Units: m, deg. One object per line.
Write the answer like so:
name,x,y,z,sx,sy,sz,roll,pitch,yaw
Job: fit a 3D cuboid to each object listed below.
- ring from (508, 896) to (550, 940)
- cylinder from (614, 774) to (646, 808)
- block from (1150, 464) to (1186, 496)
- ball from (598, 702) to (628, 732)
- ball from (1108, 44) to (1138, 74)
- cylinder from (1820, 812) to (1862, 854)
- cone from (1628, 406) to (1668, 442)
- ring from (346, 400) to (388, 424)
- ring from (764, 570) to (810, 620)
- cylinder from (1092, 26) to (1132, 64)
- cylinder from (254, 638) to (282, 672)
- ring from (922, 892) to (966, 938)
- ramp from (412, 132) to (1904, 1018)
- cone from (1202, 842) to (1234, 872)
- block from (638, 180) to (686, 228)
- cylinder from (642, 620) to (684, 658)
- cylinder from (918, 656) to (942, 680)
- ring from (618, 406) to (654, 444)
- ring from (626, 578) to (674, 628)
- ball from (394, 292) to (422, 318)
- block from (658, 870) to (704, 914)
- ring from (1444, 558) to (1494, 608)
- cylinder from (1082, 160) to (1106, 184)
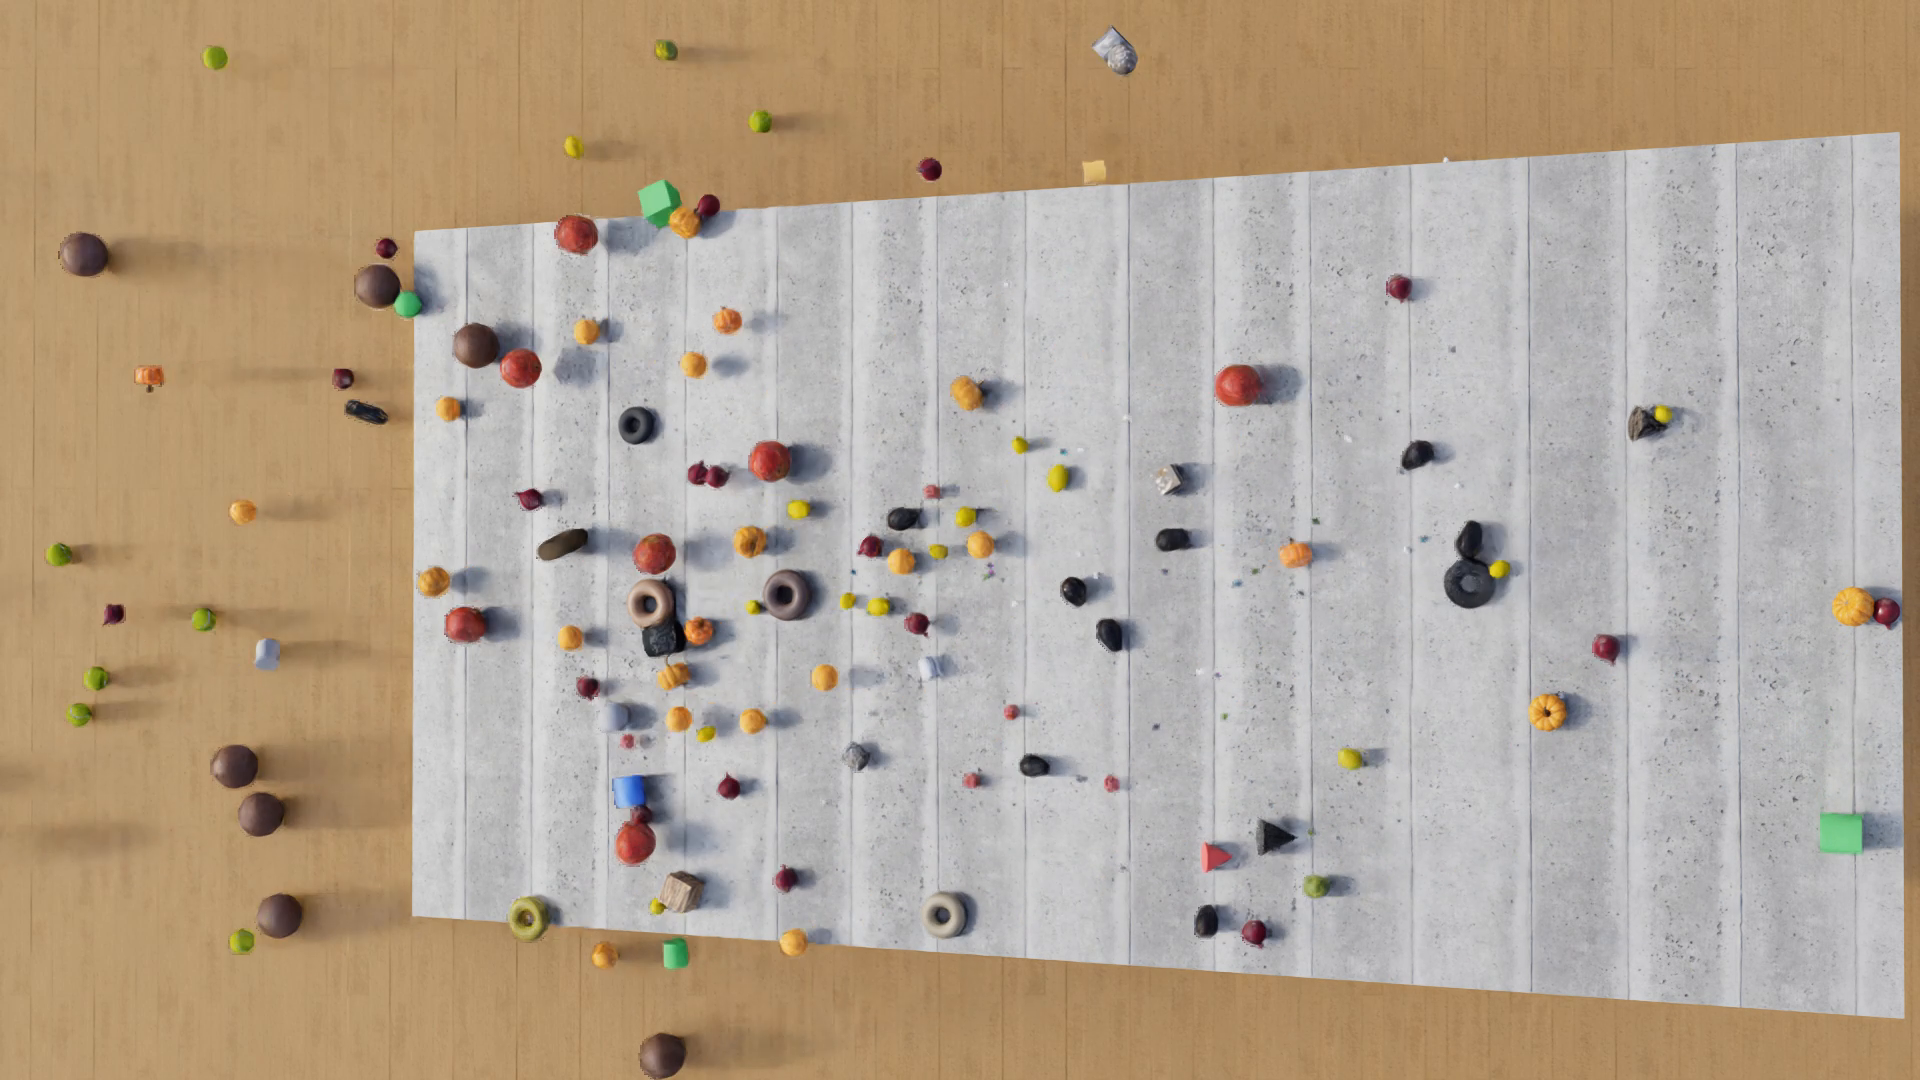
ring,-1.223,1.074,6.244,0.128,0.043,0.128,0,90,22
cylinder,-0.916,0.696,6.105,0.080,0.080,0.080,-9,86,0
block,0.528,-0.153,5.561,0.058,0.058,0.058,-32,78,18
ball,-0.967,0.494,6.127,0.085,0.085,0.085,0,89,0
ball,0.442,-1.310,5.987,0.083,0.083,0.083,0,89,0
cylinder,1.987,0.661,4.962,0.086,0.086,0.086,0,89,21
cone,1.619,-0.266,5.145,0.083,0.083,0.083,7,89,-5
ring,-1.741,-0.373,6.450,0.127,0.127,0.042,18,83,0
ring,-0.469,0.149,5.957,0.141,0.047,0.141,0,91,22
cylinder,0.423,-1.373,6.119,0.077,0.077,0.077,-45,89,-1
cylinder,-2.035,0.339,6.465,0.069,0.069,0.069,-7,53,0
ring,-0.043,0.985,5.781,0.123,0.041,0.123,0,90,21
ramp,0.282,0.087,5.740,4.000,0.100,2.000,0,89,21
cone,0.650,0.795,5.514,0.077,0.077,0.077,-1,89,-5
block,-0.827,-0.931,6.095,0.084,0.084,0.084,-24,70,15
cylinder,-0.817,0.273,6.064,0.088,0.088,0.088,-11,89,14
cylinder,-0.080,0.337,5.797,0.052,0.052,0.052,-16,83,0
ring,-0.905,-0.321,6.140,0.108,0.036,0.108,-1,88,23
ring,-0.860,0.179,6.109,0.144,0.048,0.144,1,94,21
ball,-1.606,-0.685,6.398,0.077,0.077,0.077,0,89,0
block,-0.765,0.968,6.044,0.080,0.080,0.080,24,98,20
ring,1.226,0.105,5.293,0.122,0.041,0.122,0,90,21
cylinder,0.348,-0.951,5.683,0.053,0.053,0.053,-8,89,0
